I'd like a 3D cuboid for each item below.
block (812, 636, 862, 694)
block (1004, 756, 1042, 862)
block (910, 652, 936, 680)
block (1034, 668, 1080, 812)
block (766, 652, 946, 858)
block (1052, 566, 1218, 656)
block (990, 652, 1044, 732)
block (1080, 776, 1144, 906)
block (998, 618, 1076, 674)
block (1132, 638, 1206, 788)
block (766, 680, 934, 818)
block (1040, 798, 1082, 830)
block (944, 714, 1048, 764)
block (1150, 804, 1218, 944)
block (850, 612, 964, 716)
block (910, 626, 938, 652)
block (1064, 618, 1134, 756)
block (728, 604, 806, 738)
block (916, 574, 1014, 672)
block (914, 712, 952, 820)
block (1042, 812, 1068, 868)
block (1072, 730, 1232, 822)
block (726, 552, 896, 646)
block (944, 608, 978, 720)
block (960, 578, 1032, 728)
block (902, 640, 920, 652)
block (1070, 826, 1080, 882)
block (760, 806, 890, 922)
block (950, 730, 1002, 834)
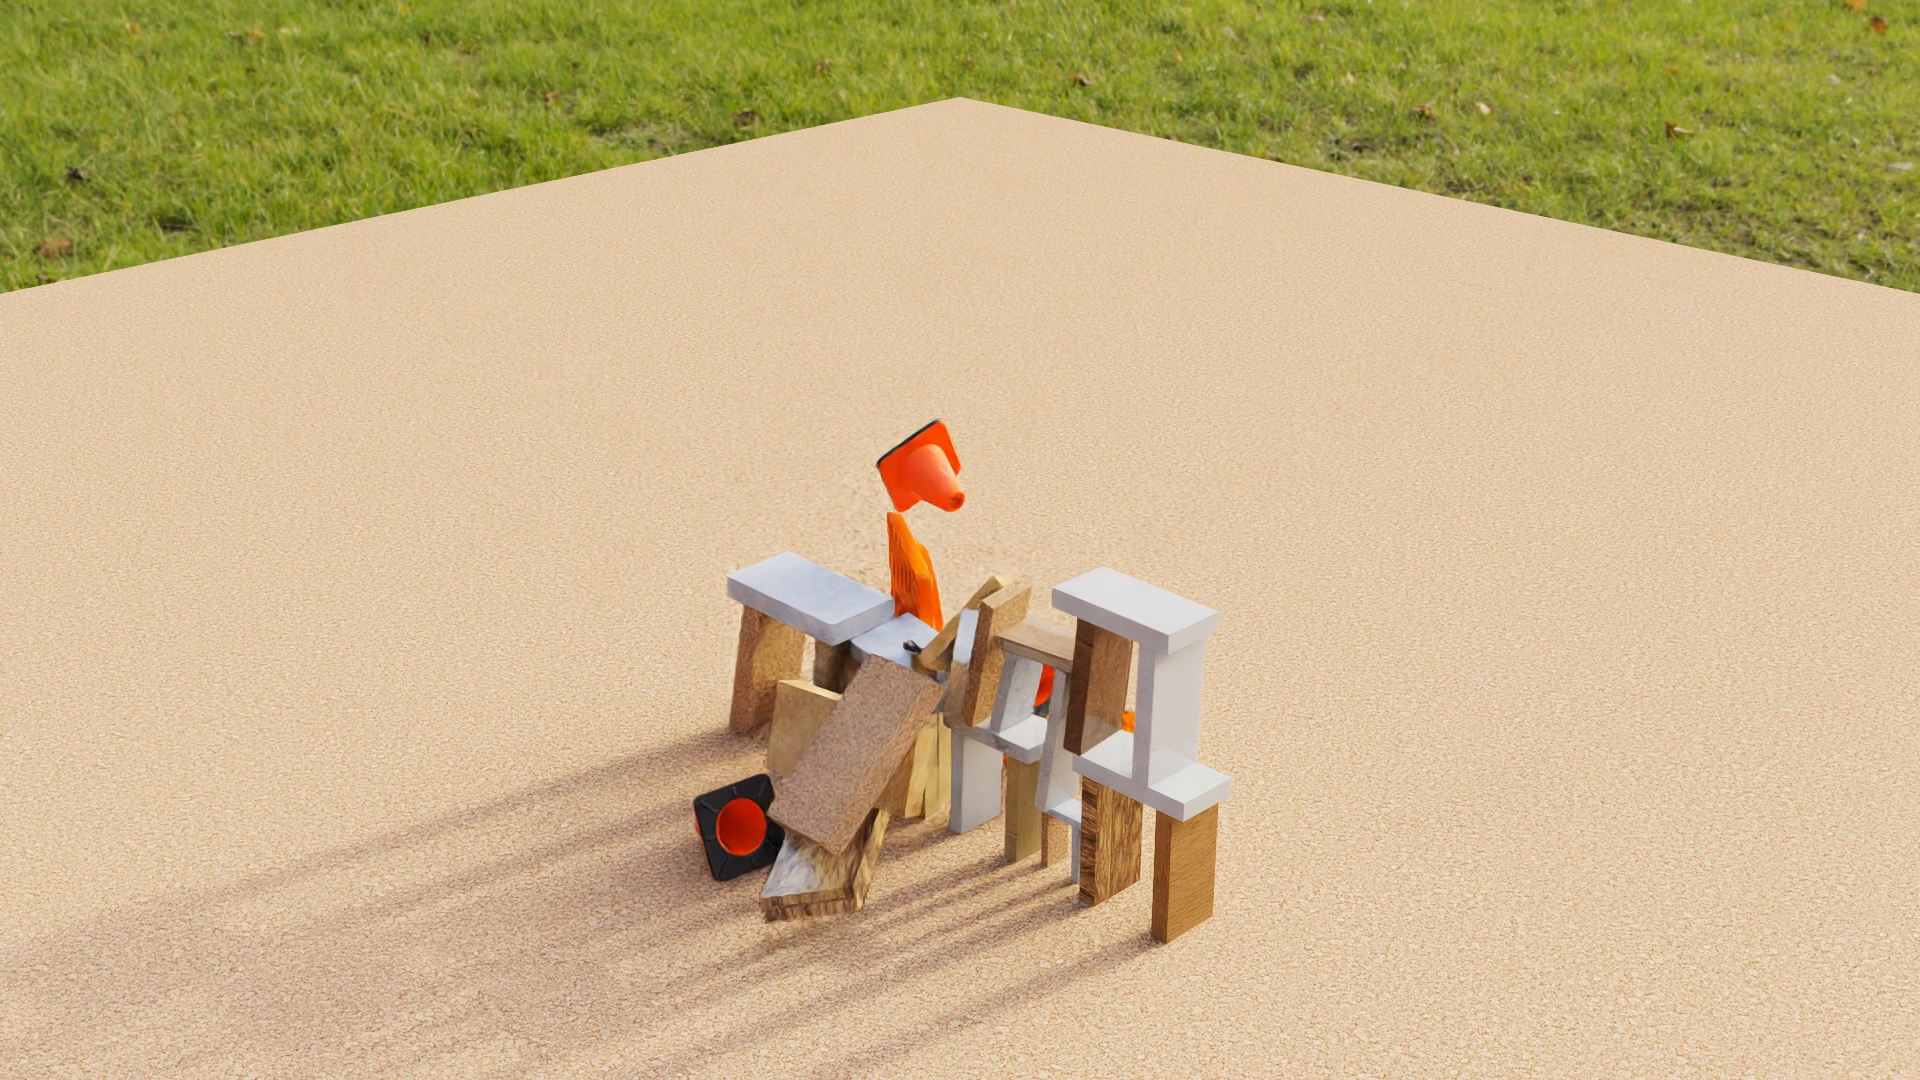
[{"bbox_3d":[-0.230,0.310,4.588,0.169,0.337,0.048,-21,41,-37],"label":"block"},{"bbox_3d":[0.140,0.504,4.281,0.032,0.227,0.113,23,32,40],"label":"block"},{"bbox_3d":[-0.071,0.249,4.285,0.048,0.014,0.095,-9,28,5],"label":"block"},{"bbox_3d":[0.202,0.365,4.155,0.027,0.314,0.095,31,37,35],"label":"block"},{"bbox_3d":[-0.186,0.377,3.897,0.174,0.049,0.347,18,70,47],"label":"block"},{"bbox_3d":[0.312,0.124,3.934,0.137,0.039,0.274,-21,32,-40],"label":"block"},{"bbox_3d":[0.114,0.272,4.211,0.027,0.189,0.095,34,38,30],"label":"block"},{"bbox_3d":[0.286,0.543,4.139,0.038,0.266,0.133,21,31,41],"label":"block"},{"bbox_3d":[0.174,0.198,4.105,0.189,0.027,0.095,17,31,35],"label":"block"},{"bbox_3d":[0.373,0.294,3.937,0.137,0.274,0.039,-21,32,-40],"label":"block"},{"bbox_3d":[-0.212,0.393,4.178,0.347,0.174,0.049,15,10,35],"label":"block"},{"bbox_3d":[0.212,0.520,4.214,0.058,0.017,0.117,-21,31,-41],"label":"block"},{"bbox_3d":[0.089,0.365,4.277,0.227,0.032,0.113,21,31,41],"label":"block"},{"bbox_3d":[0.411,0.593,4.023,0.038,0.266,0.133,21,31,41],"label":"block"},{"bbox_3d":[-0.077,0.242,4.364,0.146,0.041,0.292,-25,34,-27],"label":"block"},{"bbox_3d":[-0.061,0.199,4.301,0.048,0.014,0.095,-29,20,-10],"label":"block"},{"bbox_3d":[0.258,0.248,4.044,0.039,0.274,0.137,23,31,32],"label":"block"},{"bbox_3d":[-0.408,0.247,4.737,0.048,0.337,0.169,28,36,27],"label":"block"},{"bbox_3d":[0.027,0.161,4.206,0.032,0.223,0.112,51,18,25],"label":"block"},{"bbox_3d":[-0.050,0.402,4.440,0.041,0.293,0.146,14,27,30],"label":"block"},{"bbox_3d":[0.184,0.571,4.266,0.017,0.117,0.058,21,31,41],"label":"block"},{"bbox_3d":[0.349,0.428,4.022,0.133,0.038,0.266,-21,31,-41],"label":"block"},{"bbox_3d":[-0.311,0.118,4.545,0.169,0.048,0.337,-23,32,-39],"label":"block"},{"bbox_3d":[0.001,0.233,4.122,0.032,0.223,0.112,10,58,1],"label":"block"},{"bbox_3d":[0.068,0.217,4.196,0.032,0.298,0.112,33,43,28],"label":"block"},{"bbox_3d":[-0.067,0.205,4.339,0.048,0.014,0.095,-30,20,-30],"label":"block"},{"bbox_3d":[0.239,0.592,4.215,0.017,0.117,0.058,21,31,41],"label":"block"},{"bbox_3d":[-0.247,0.589,4.101,0.174,0.049,0.347,-9,20,12],"label":"block"},{"bbox_3d":[0.033,0.463,4.379,0.032,0.227,0.113,23,32,40],"label":"block"}]
